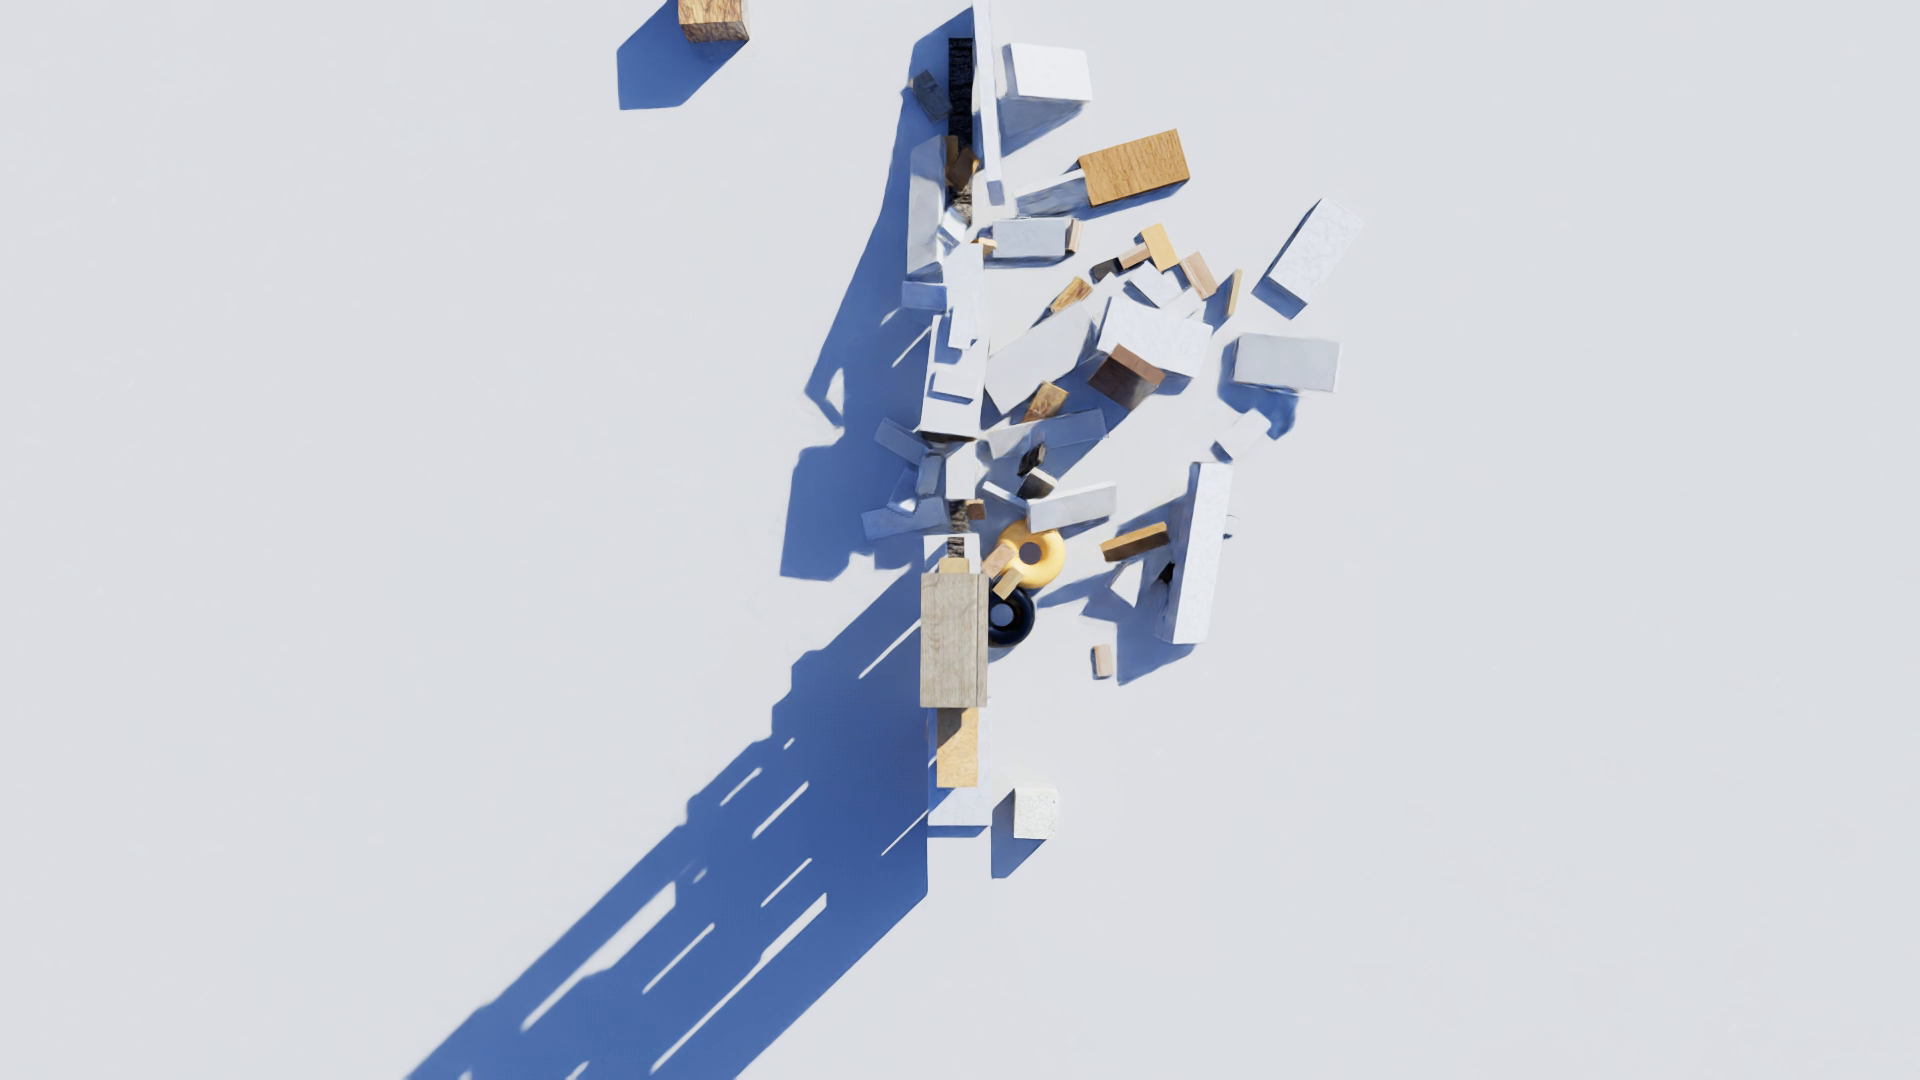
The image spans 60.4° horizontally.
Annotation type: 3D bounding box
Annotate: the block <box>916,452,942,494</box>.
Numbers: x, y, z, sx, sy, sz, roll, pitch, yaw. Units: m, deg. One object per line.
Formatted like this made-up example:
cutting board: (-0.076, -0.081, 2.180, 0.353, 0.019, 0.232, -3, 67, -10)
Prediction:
block: (-0.103, -0.219, 5.405, 0.067, 0.019, 0.133, -9, 123, -37)

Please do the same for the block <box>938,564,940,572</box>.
block: (-0.021, 0.081, 4.877, 0.087, 0.175, 0.025, 0, 89, 0)

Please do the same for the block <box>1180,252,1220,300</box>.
block: (0.796, -0.878, 5.489, 0.075, 0.021, 0.149, -29, 90, 0)

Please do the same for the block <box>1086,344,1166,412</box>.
block: (0.532, -0.520, 5.317, 0.178, 0.356, 0.050, 33, 79, -2)

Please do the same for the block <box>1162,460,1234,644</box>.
block: (0.778, 0.042, 5.389, 0.163, 0.046, 0.595, 1, 100, -42)

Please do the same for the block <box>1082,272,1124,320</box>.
block: (0.405, -0.744, 5.483, 0.069, 0.020, 0.340, 44, 93, 0)

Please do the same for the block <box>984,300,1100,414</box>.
block: (0.263, -0.605, 5.447, 0.415, 0.050, 0.178, -33, 105, 2)

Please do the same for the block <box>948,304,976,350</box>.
block: (0.006, -0.653, 5.058, 0.067, 0.019, 0.133, 8, 89, 0)

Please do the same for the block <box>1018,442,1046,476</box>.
block: (0.236, -0.265, 5.414, 0.019, 0.159, 0.067, 21, 67, -16)

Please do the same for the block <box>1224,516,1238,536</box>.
block: (0.860, -0.058, 5.492, 0.120, 0.017, 0.060, 13, 90, 0)

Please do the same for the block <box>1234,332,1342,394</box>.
block: (1.077, -0.585, 5.430, 0.327, 0.046, 0.163, 8, 90, 17)

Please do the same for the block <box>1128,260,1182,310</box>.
block: (0.653, -0.837, 5.488, 0.172, 0.024, 0.086, 43, 90, 0)

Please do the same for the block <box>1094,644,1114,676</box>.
block: (0.479, 0.400, 5.493, 0.052, 0.015, 0.104, -7, 90, 0)

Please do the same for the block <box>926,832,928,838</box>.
block: (-0.004, 0.769, 4.367, 0.159, 0.319, 0.045, -1, 90, 0)

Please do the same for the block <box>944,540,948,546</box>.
block: (-0.022, 0.003, 5.058, 0.052, 0.104, 0.015, -22, 90, 0)

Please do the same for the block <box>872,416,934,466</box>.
block: (-0.189, -0.325, 5.459, 0.185, 0.026, 0.092, 31, 134, 0)

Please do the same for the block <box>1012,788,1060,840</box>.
block: (0.250, 0.900, 5.429, 0.141, 0.141, 0.141, 3, 90, 0)

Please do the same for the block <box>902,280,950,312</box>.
block: (-0.107, -0.771, 5.208, 0.158, 0.022, 0.079, 9, 113, 24)

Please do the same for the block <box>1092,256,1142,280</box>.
block: (0.523, -0.915, 5.493, 0.154, 0.014, 0.050, -21, 90, 0)

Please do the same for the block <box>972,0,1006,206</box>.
block: (0.090, -1.457, 5.317, 0.048, 0.169, 0.749, -5, 74, 5)

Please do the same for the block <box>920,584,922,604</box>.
block: (-0.016, 0.125, 4.010, 0.155, 0.310, 0.044, -1, 90, 0)

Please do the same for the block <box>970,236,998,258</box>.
block: (0.055, -0.952, 5.420, 0.072, 0.144, 0.020, 8, 73, -30)

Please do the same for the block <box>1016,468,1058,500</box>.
block: (0.250, -0.168, 5.411, 0.092, 0.185, 0.026, 31, 62, -1)

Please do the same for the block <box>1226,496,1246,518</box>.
block: (0.889, -0.118, 5.492, 0.120, 0.017, 0.060, 18, 90, 0)

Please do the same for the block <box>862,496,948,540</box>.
block: (-0.185, -0.073, 5.487, 0.274, 0.026, 0.092, -12, 90, 0)

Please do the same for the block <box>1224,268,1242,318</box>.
block: (0.906, -0.818, 5.463, 0.021, 0.075, 0.149, 11, 90, 0)

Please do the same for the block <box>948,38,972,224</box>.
block: (0.003, -1.360, 5.489, 0.080, 0.023, 0.613, 0, 90, 0)

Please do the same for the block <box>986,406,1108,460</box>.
block: (0.287, -0.353, 5.449, 0.386, 0.026, 0.092, -12, 106, 8)

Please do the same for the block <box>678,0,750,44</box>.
block: (-0.806, -1.764, 5.399, 0.203, 0.203, 0.203, -3, 90, 0)

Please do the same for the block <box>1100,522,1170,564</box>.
block: (0.571, 0.010, 5.365, 0.220, 0.110, 0.031, -19, 64, 6)

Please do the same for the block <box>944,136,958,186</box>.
block: (-0.047, -1.256, 5.470, 0.080, 0.023, 0.159, 0, 90, 31)

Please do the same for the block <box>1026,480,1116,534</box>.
block: (0.368, -0.108, 5.416, 0.309, 0.031, 0.110, -13, 122, -16)

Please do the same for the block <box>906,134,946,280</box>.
block: (-0.107, -1.077, 5.317, 0.120, 0.034, 0.541, -20, 53, 31)

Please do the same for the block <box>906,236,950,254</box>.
block: (-0.106, -0.983, 5.468, 0.144, 0.020, 0.072, -5, 48, 0)

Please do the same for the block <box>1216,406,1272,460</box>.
block: (0.944, -0.355, 5.488, 0.172, 0.024, 0.086, -43, 90, 0)

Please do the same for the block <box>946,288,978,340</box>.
block: (0.008, -0.692, 5.079, 0.079, 0.022, 0.158, -8, 89, 0)

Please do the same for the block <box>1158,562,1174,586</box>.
block: (0.677, 0.097, 5.491, 0.133, 0.019, 0.067, 37, 90, 0)

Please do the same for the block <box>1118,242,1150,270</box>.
block: (0.578, -0.943, 5.479, 0.101, 0.014, 0.050, -27, 90, 0)

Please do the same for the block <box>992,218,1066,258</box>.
block: (0.229, -1.002, 5.463, 0.240, 0.034, 0.120, -1, 111, 0)

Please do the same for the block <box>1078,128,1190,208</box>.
block: (0.577, -1.233, 5.476, 0.338, 0.048, 0.169, -16, 90, 0)

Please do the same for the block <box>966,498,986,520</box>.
block: (0.053, -0.100, 5.451, 0.052, 0.103, 0.015, -8, 59, 2)

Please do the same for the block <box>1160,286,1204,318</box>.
block: (0.732, -0.771, 5.467, 0.138, 0.020, 0.069, -35, 98, -4)
